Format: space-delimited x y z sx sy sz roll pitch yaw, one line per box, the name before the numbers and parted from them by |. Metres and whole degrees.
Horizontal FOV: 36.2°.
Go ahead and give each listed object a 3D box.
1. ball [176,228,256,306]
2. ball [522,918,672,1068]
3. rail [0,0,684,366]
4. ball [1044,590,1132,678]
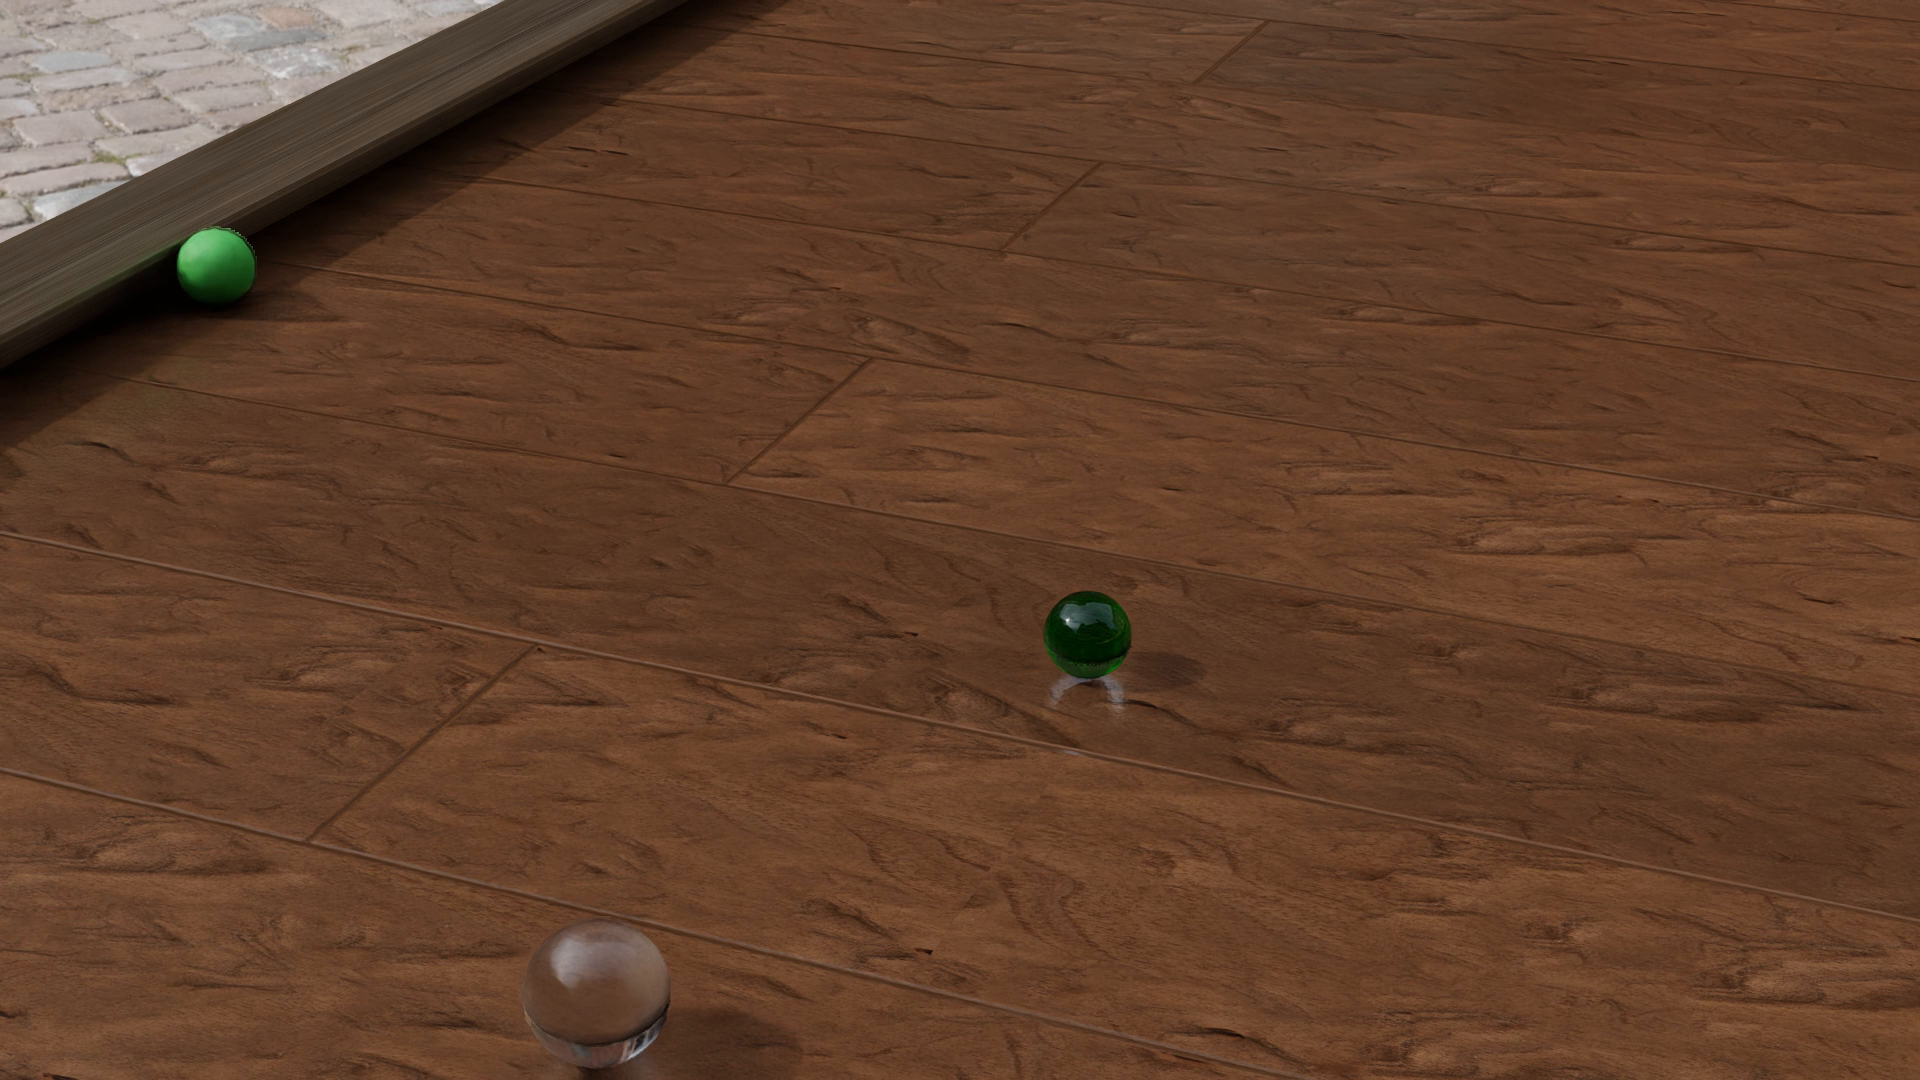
ball | -0.579 -0.212 2.287 0.060 0.060 0.060 0 26 0
ball | -0.171 0.214 1.388 0.070 0.070 0.070 0 26 0
rail | -0.416 -0.452 2.750 0.045 0.091 3.103 10 27 20
ball | 0.075 0.056 1.738 0.052 0.052 0.052 0 26 0
